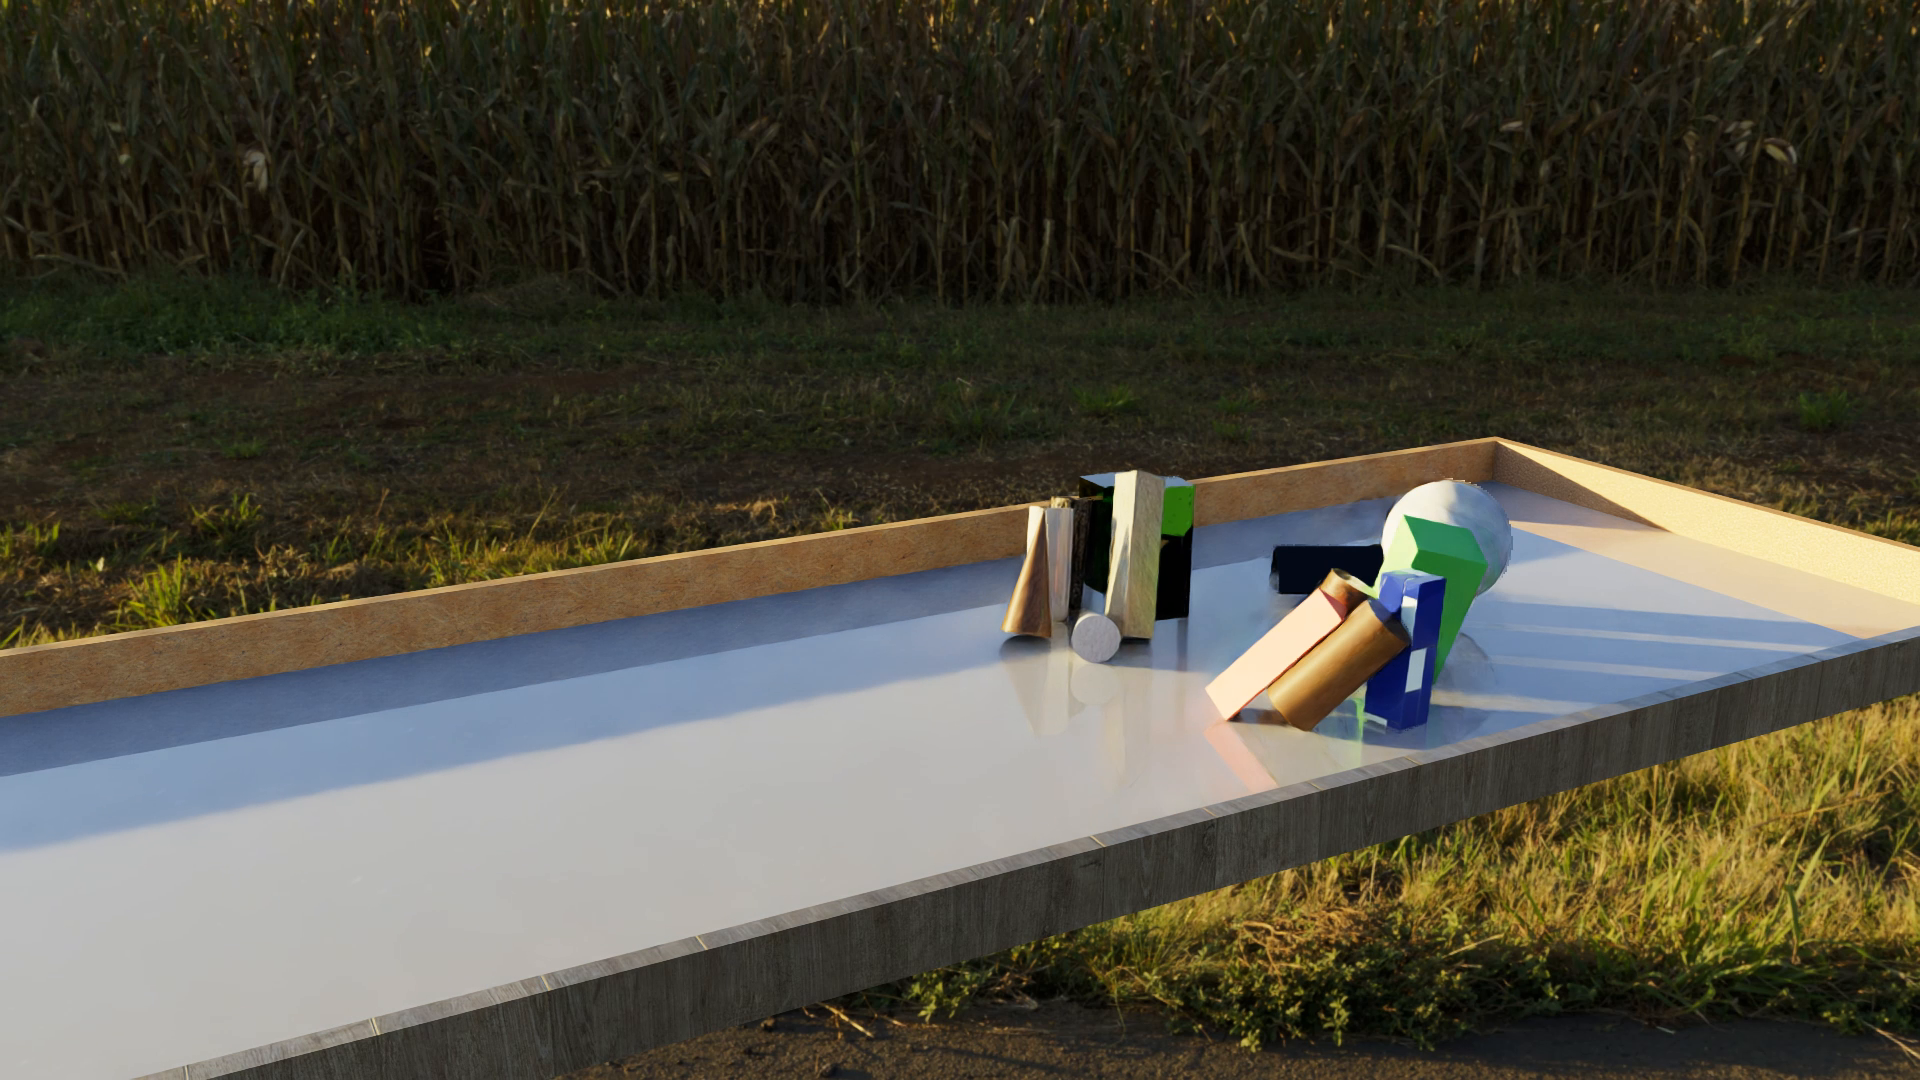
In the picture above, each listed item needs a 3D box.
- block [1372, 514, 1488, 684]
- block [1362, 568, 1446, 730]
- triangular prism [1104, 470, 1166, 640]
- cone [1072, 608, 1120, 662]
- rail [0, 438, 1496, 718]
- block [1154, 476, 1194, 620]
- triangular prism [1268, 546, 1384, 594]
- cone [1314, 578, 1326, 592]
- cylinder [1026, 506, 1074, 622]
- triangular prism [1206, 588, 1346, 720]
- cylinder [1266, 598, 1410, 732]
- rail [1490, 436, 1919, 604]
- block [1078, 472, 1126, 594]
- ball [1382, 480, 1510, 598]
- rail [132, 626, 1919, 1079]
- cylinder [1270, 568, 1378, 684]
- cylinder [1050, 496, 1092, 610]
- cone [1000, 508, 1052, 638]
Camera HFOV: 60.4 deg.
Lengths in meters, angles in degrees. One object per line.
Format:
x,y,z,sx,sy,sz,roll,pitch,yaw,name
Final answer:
1.148,0.148,4.120,0.178,0.352,0.178,13,28,-4,block
1.038,0.253,3.853,0.105,0.353,0.105,-8,17,-39,block
0.451,0.041,4.443,0.116,0.439,0.133,1,-7,40,triangular prism
0.349,0.224,4.483,0.126,0.126,0.447,0,8,-1,cone
-3.305,0.497,3.399,12.000,0.150,0.050,-9,18,-27,rail
0.572,0.023,4.600,0.110,0.381,0.110,-5,17,-19,block
1.105,0.079,4.821,0.373,0.127,0.146,-1,9,-2,triangular prism
1.209,0.186,4.603,0.444,0.138,0.138,3,14,-21,cone
0.245,0.066,4.543,0.124,0.310,0.124,3,2,0,cylinder
0.735,0.262,3.866,0.085,0.373,0.098,45,24,2,triangular prism
0.869,0.287,3.794,0.139,0.317,0.139,37,23,-18,cylinder
2.466,-0.048,5.253,0.050,0.150,2.100,-9,18,-27,rail
0.447,-0.024,4.867,0.143,0.320,0.143,-8,18,-24,block
1.348,0.007,4.578,0.343,0.343,0.343,0,16,0,ball
-2.336,1.006,1.665,12.000,0.150,0.050,-9,18,-27,rail
0.863,0.232,3.965,0.125,0.317,0.125,28,16,-9,cylinder
0.300,0.036,4.654,0.114,0.306,0.114,6,2,0,cylinder
0.202,0.079,4.423,0.141,0.346,0.141,8,0,0,cone
